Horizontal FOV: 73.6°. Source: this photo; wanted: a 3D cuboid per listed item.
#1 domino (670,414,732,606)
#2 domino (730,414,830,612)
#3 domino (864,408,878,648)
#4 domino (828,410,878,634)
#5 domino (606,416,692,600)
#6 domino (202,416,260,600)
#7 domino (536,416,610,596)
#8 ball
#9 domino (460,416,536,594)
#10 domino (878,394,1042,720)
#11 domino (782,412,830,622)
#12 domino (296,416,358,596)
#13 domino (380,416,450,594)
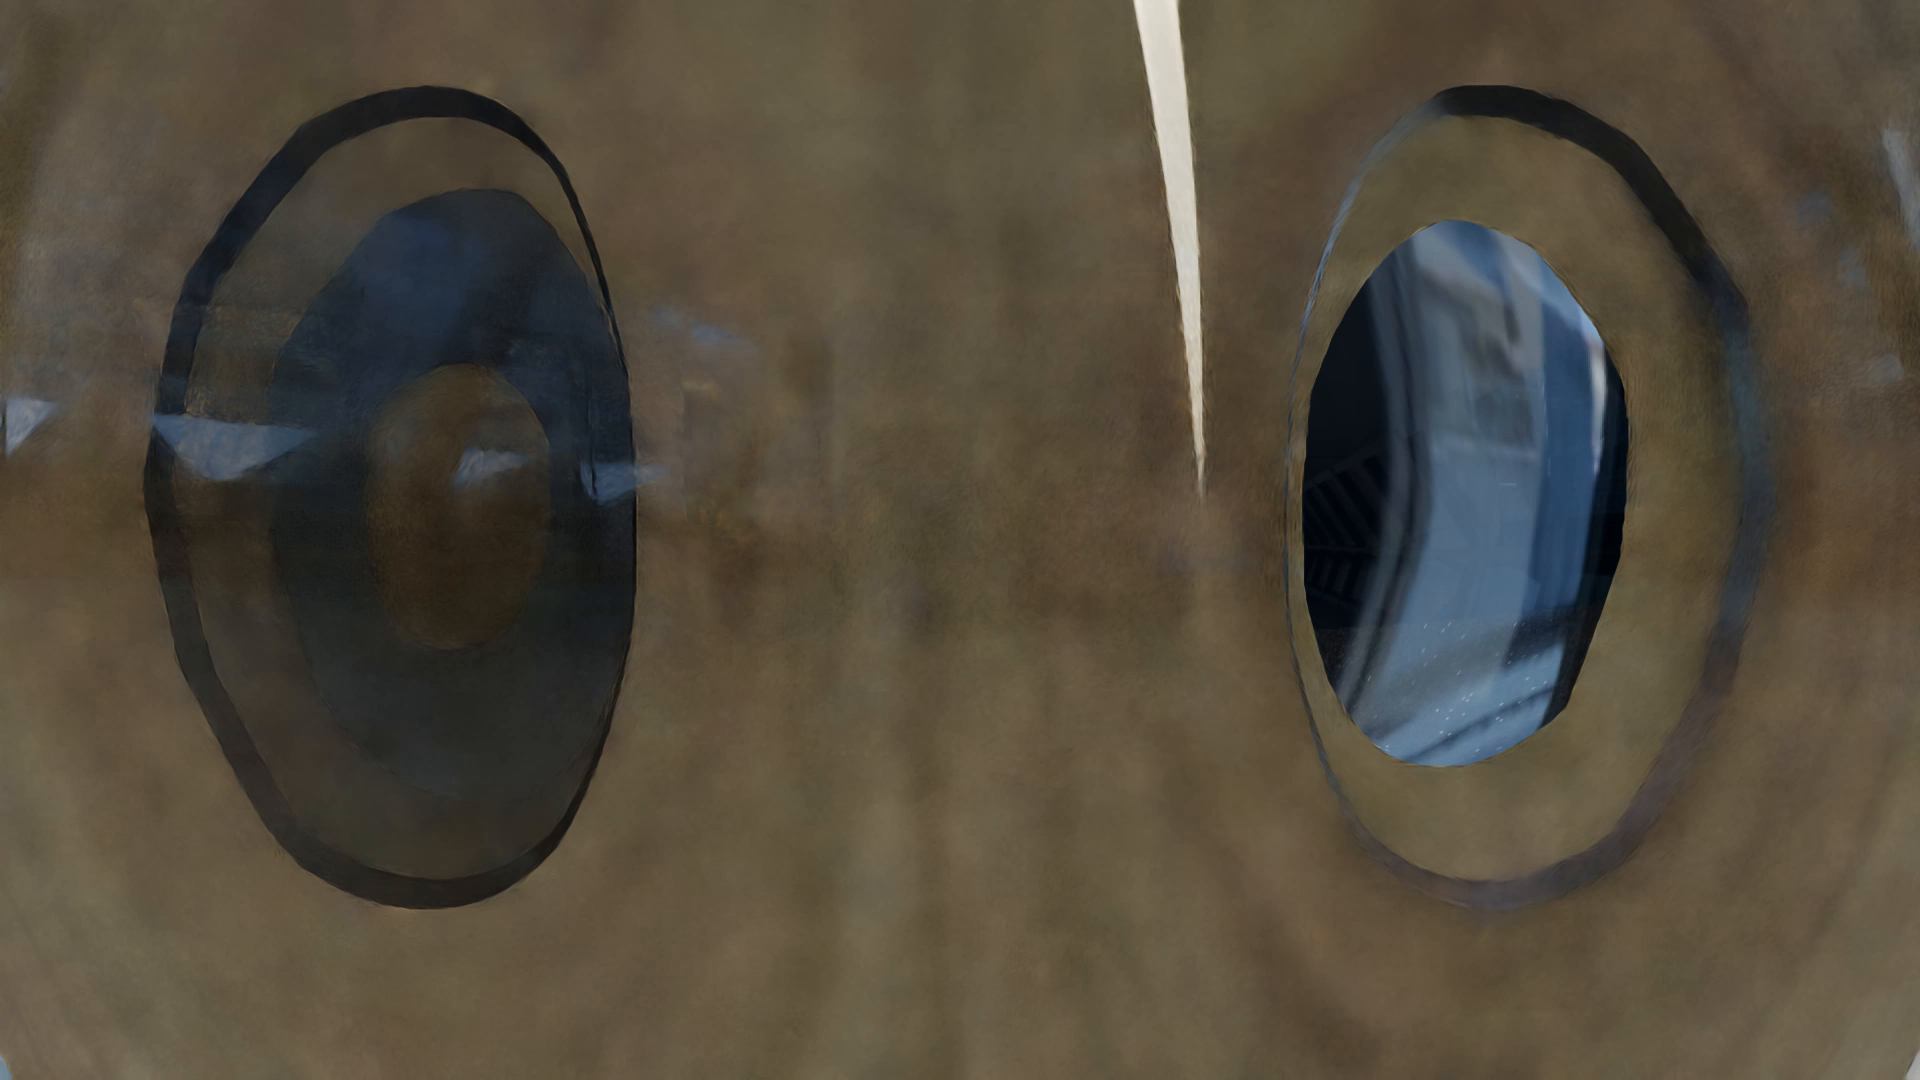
[{"bbox_3d":[-0.066,-0.009,0.349,0.009,0.050,0.025,3,5,34],"label":"domino"},{"bbox_3d":[-0.046,-0.007,0.334,0.009,0.050,0.025,4,6,43],"label":"domino"},{"bbox_3d":[-0.007,-0.003,0.273,0.025,0.050,0.009,-1,5,-19],"label":"domino"},{"bbox_3d":[-0.017,-0.005,0.295,0.025,0.050,0.009,-2,5,-28],"label":"domino"},{"bbox_3d":[-0.087,-0.009,0.361,0.009,0.050,0.025,2,5,24],"label":"domino"},{"bbox_3d":[-0.206,-0.010,0.363,0.009,0.050,0.025,-2,5,-22],"label":"domino"},{"bbox_3d":[-0.110,-0.010,0.369,0.009,0.050,0.025,1,4,15],"label":"domino"},{"bbox_3d":[0.000,-0.002,0.056,0.080,0.080,0.080,0,4,0],"label":"ball"},{"bbox_3d":[-0.134,-0.010,0.373,0.009,0.050,0.025,0,4,6],"label":"domino"},{"bbox_3d":[0.000,0.002,0.201,0.025,0.050,0.009,0,4,0],"label":"domino"},{"bbox_3d":[-0.030,-0.006,0.316,0.025,0.050,0.009,-3,5,-38],"label":"domino"},{"bbox_3d":[-0.183,-0.010,0.371,0.009,0.050,0.025,-1,4,-14],"label":"domino"},{"bbox_3d":[-0.158,-0.011,0.374,0.009,0.050,0.025,0,4,-3],"label":"domino"}]
